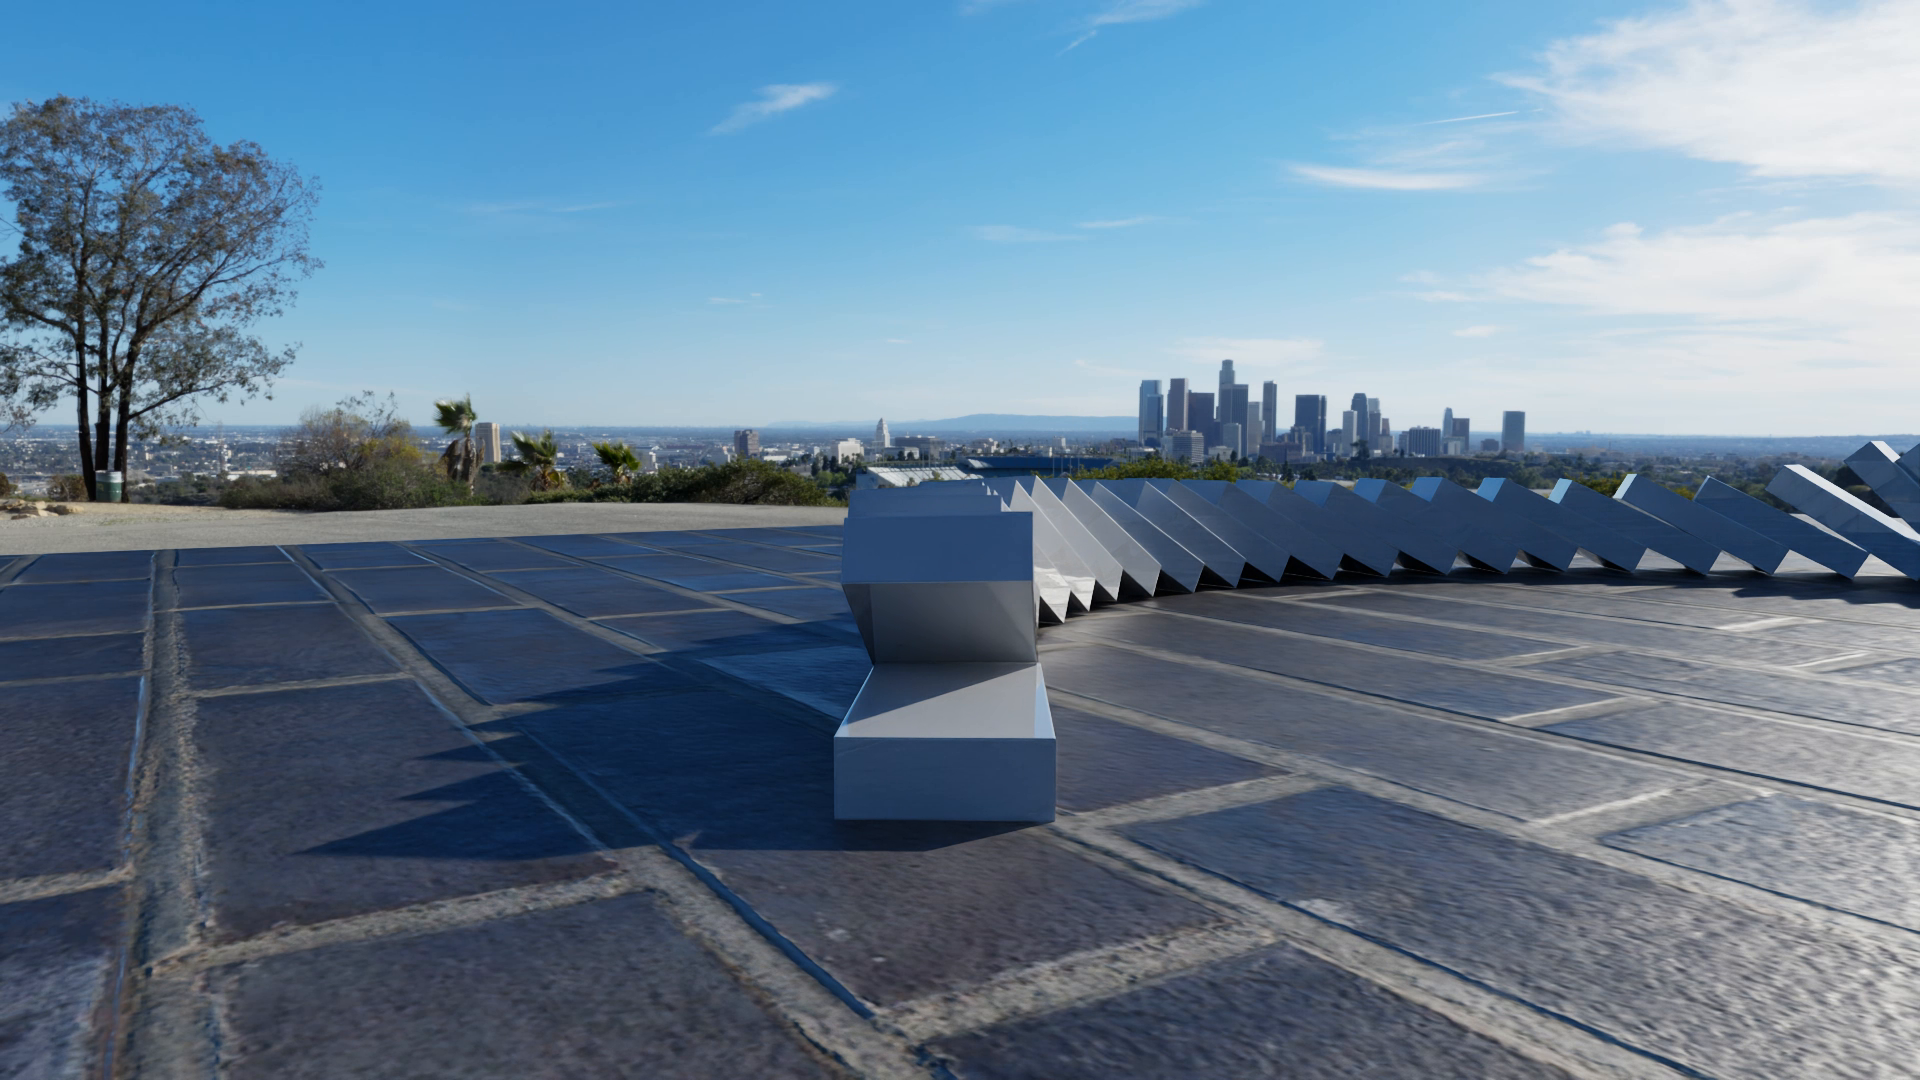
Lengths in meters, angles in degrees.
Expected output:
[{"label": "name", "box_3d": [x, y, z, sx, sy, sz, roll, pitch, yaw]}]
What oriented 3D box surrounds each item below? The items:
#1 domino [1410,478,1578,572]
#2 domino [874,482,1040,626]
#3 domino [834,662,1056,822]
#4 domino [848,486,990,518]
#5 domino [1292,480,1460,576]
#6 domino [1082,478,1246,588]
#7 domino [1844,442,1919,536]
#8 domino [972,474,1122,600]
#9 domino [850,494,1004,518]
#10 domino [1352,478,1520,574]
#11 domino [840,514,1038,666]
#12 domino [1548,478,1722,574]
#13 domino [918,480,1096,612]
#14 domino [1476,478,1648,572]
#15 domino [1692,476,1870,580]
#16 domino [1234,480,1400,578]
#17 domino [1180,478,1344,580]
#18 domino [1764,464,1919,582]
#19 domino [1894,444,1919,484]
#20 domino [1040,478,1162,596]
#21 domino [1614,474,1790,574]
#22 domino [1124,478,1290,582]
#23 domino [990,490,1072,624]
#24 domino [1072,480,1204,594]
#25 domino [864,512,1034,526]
[{"label": "domino", "box_3d": [0.178, -0.006, 0.432, 0.050, 0.009, 0.025, 27, 3, 0]}, {"label": "domino", "box_3d": [-0.001, 0.005, 0.267, 0.025, 0.010, 0.050, -3, -27, 16]}, {"label": "domino", "box_3d": [-0.001, 0.025, 0.170, 0.025, 0.010, 0.050, 0, 4, 2]}, {"label": "domino", "box_3d": [-0.003, 0.006, 0.248, 0.025, 0.009, 0.050, -2, -27, 10]}, {"label": "domino", "box_3d": [0.135, -0.004, 0.422, 0.050, 0.010, 0.025, 26, -2, -13]}, {"label": "domino", "box_3d": [0.058, -0.002, 0.375, 0.050, 0.009, 0.025, 33, -17, -36]}, {"label": "domino", "box_3d": [0.306, -0.010, 0.406, 0.025, 0.050, 0.010, -5, -36, -47]}, {"label": "domino", "box_3d": [0.019, 0.001, 0.324, 0.025, 0.009, 0.050, -2, -28, 33]}, {"label": "domino", "box_3d": [-0.003, 0.008, 0.231, 0.025, 0.009, 0.050, 0, -27, 7]}, {"label": "domino", "box_3d": [0.158, -0.005, 0.429, 0.050, 0.010, 0.025, 26, 3, -4]}, {"label": "domino", "box_3d": [-0.001, 0.012, 0.190, 0.025, 0.010, 0.050, -1, -25, 4]}, {"label": "domino", "box_3d": [0.226, -0.005, 0.432, 0.050, 0.010, 0.025, 28, 11, 13]}, {"label": "domino", "box_3d": [0.011, 0.002, 0.308, 0.025, 0.009, 0.050, 1, -27, 29]}, {"label": "domino", "box_3d": [0.201, -0.005, 0.433, 0.050, 0.010, 0.025, 27, 6, 5]}, {"label": "domino", "box_3d": [0.269, -0.005, 0.422, 0.050, 0.009, 0.025, 33, 19, 23]}, {"label": "domino", "box_3d": [0.113, -0.004, 0.414, 0.050, 0.009, 0.025, 27, -3, -16]}, {"label": "domino", "box_3d": [0.093, -0.003, 0.403, 0.050, 0.010, 0.025, 28, -8, -23]}, {"label": "domino", "box_3d": [0.290, -0.006, 0.416, 0.025, 0.009, 0.050, -4, 39, -46]}, {"label": "domino", "box_3d": [0.318, -0.009, 0.399, 0.025, 0.050, 0.010, -3, -37, -41]}, {"label": "domino", "box_3d": [0.030, 0.000, 0.343, 0.025, 0.010, 0.050, 1, -26, 40]}, {"label": "domino", "box_3d": [0.246, -0.006, 0.428, 0.050, 0.009, 0.025, 31, 13, 17]}, {"label": "domino", "box_3d": [0.074, -0.003, 0.391, 0.050, 0.009, 0.025, 29, -11, -26]}, {"label": "domino", "box_3d": [0.005, 0.004, 0.291, 0.025, 0.009, 0.050, 2, -25, 27]}, {"label": "domino", "box_3d": [0.044, -0.001, 0.362, 0.050, 0.009, 0.025, 33, -17, -35]}, {"label": "domino", "box_3d": [-0.001, 0.010, 0.211, 0.025, 0.009, 0.050, 0, -25, 1]}]
